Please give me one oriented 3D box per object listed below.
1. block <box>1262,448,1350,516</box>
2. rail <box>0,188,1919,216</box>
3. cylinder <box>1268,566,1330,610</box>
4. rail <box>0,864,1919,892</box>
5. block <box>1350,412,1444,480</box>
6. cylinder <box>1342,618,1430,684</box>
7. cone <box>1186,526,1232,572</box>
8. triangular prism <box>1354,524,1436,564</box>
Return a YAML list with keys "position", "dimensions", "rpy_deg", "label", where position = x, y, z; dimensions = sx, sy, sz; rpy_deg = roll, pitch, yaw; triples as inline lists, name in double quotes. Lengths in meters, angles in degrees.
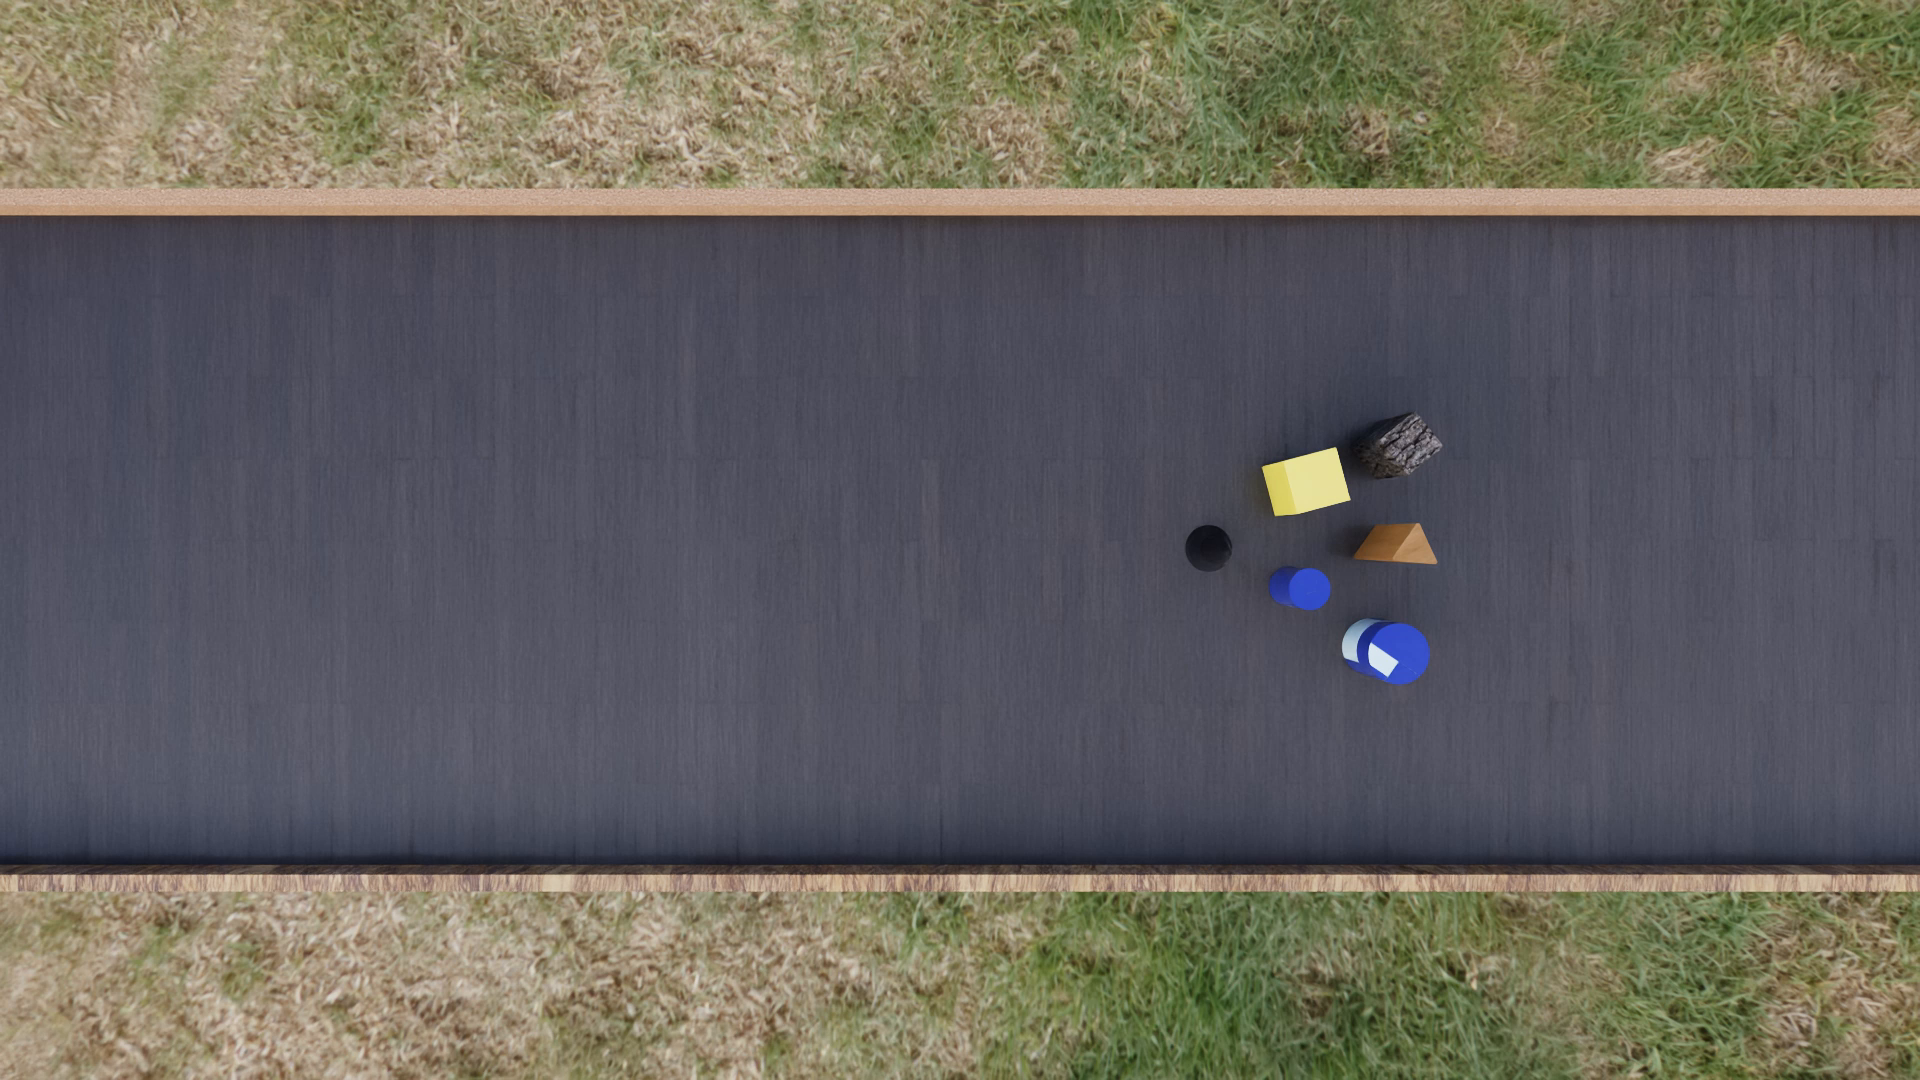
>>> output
- position: [1.025, -0.171, 4.907]
  dimensions: [0.157, 0.338, 0.157]
  rpy_deg: [-15, 90, 0]
  label: "block"
- position: [-2.247, -1.025, 5.002]
  dimensions: [12.000, 0.150, 0.050]
  rpy_deg: [0, 90, 0]
  label: "rail"
- position: [1.011, 0.142, 4.921]
  dimensions: [0.121, 0.312, 0.121]
  rpy_deg: [0, 90, 0]
  label: "cylinder"
- position: [-2.247, 1.025, 5.001]
  dimensions: [12.000, 0.150, 0.050]
  rpy_deg: [0, 90, 0]
  label: "rail"
- position: [1.294, -0.278, 4.899]
  dimensions: [0.131, 0.354, 0.131]
  rpy_deg: [-38, 90, 0]
  label: "block"
- position: [1.264, 0.328, 4.912]
  dimensions: [0.177, 0.329, 0.177]
  rpy_deg: [0, 90, 0]
  label: "cylinder"
- position: [0.766, 0.026, 4.883]
  dimensions: [0.144, 0.387, 0.144]
  rpy_deg: [0, 90, 0]
  label: "cone"
- position: [1.278, 0.006, 4.847]
  dimensions: [0.124, 0.458, 0.108]
  rpy_deg: [5, 90, 0]
  label: "triangular prism"
